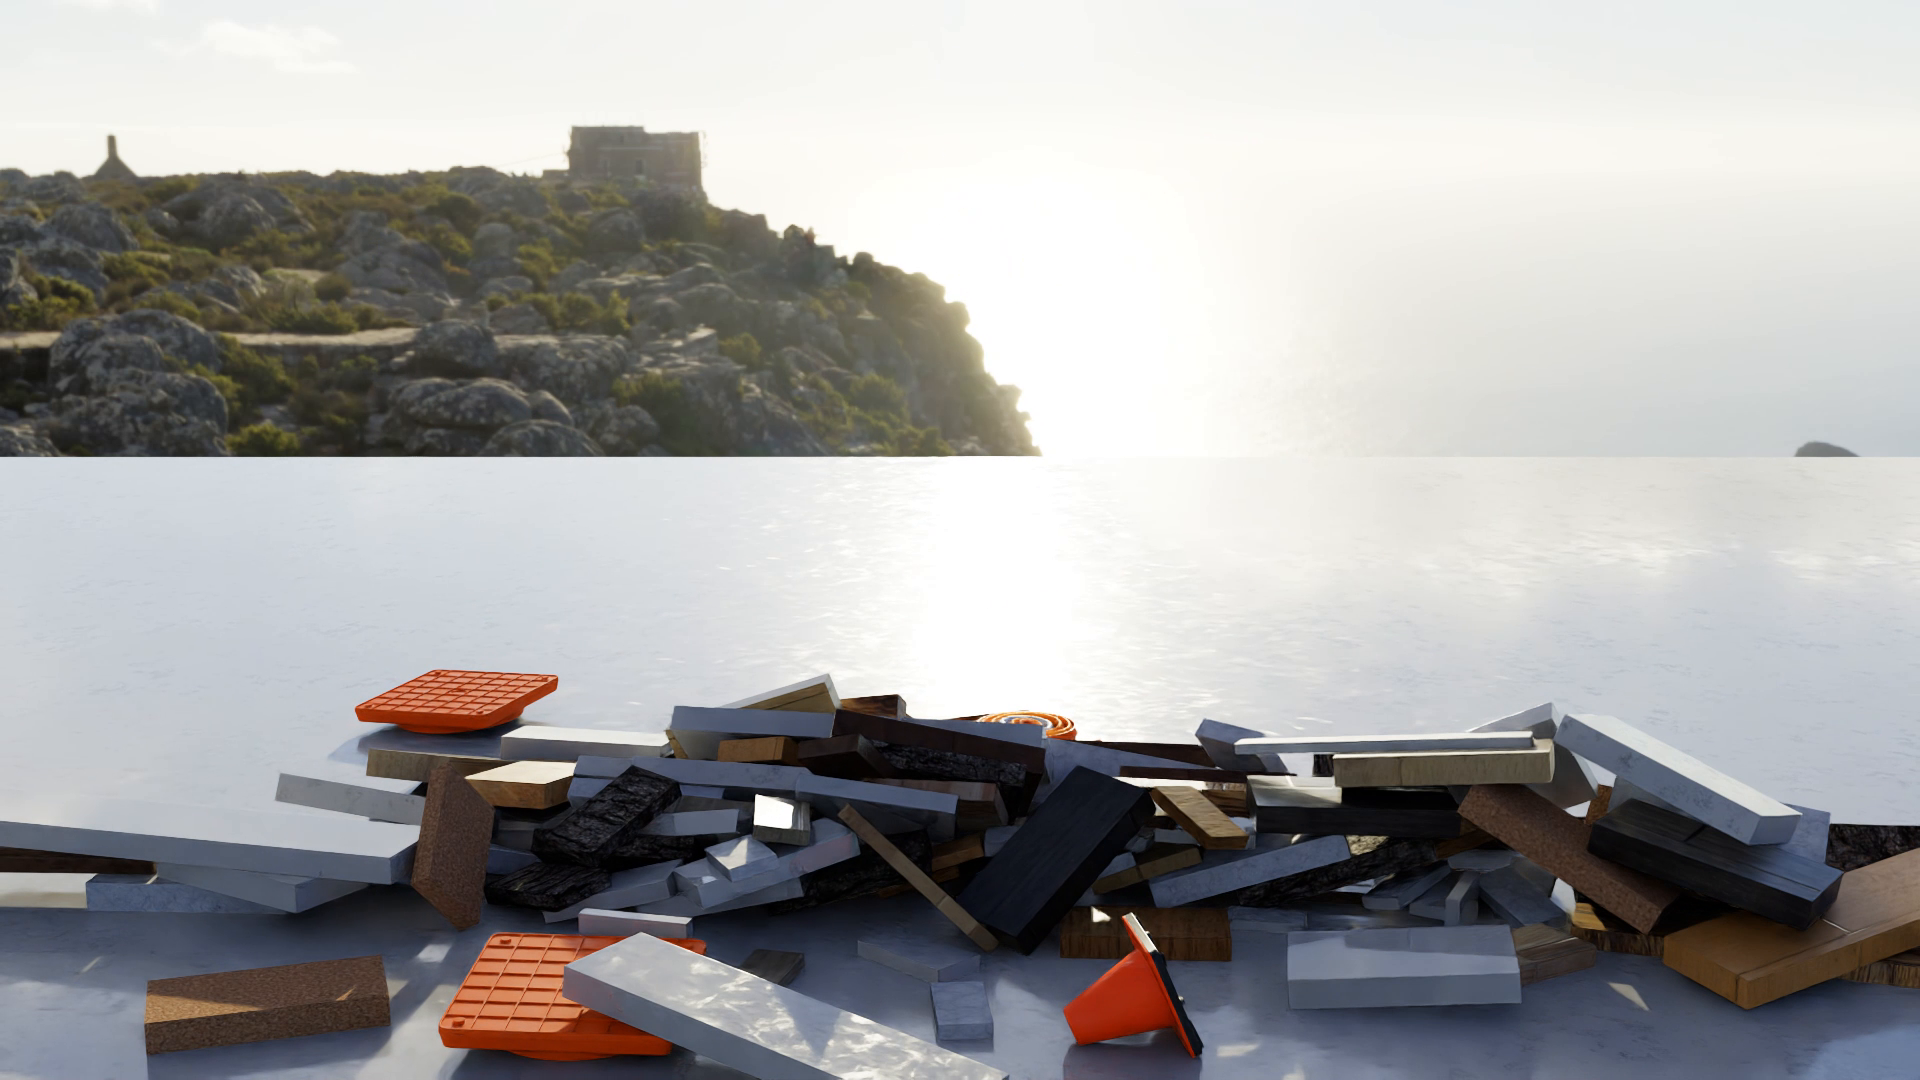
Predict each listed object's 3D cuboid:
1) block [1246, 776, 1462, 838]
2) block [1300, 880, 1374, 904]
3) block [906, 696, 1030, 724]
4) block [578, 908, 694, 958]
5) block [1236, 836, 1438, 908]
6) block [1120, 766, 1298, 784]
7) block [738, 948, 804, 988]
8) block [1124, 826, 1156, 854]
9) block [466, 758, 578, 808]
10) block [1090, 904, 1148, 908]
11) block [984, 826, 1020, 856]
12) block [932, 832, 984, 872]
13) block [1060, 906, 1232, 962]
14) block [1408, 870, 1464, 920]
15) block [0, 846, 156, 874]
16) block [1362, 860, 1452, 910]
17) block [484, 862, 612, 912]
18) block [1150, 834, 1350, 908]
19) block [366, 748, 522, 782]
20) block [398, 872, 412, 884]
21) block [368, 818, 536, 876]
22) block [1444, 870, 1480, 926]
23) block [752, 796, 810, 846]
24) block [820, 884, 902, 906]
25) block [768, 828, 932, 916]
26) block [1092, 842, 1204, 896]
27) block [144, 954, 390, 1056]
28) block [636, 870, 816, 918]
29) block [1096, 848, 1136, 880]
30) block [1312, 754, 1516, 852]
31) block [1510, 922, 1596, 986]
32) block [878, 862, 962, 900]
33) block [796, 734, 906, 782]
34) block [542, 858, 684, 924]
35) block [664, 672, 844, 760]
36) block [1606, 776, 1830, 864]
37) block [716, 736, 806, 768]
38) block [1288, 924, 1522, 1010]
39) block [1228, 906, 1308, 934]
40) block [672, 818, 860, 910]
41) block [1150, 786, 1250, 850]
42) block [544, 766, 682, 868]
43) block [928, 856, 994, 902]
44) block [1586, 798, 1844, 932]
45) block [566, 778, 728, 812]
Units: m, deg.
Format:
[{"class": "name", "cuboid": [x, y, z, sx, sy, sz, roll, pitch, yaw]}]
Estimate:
[{"class": "block", "cuboid": [0.637, 0.433, 3.581, 0.324, 0.046, 0.162, 1, 11, 1]}, {"class": "block", "cuboid": [0.615, 0.581, 3.660, 0.146, 0.021, 0.073, 2, 11, 12]}, {"class": "block", "cuboid": [0.008, 0.378, 4.714, 0.256, 0.036, 0.128, -5, 11, -24]}, {"class": "block", "cuboid": [-0.490, 0.610, 3.324, 0.175, 0.087, 0.025, 3, 11, 15]}, {"class": "block", "cuboid": [0.614, 0.525, 3.625, 0.324, 0.046, 0.162, -17, 9, 7]}, {"class": "block", "cuboid": [0.432, 0.482, 3.850, 0.311, 0.155, 0.044, 2, -30, 8]}, {"class": "block", "cuboid": [-0.293, 0.651, 3.280, 0.078, 0.022, 0.156, 3, 11, 14]}, {"class": "block", "cuboid": [0.231, 0.472, 3.664, 0.188, 0.027, 0.094, 16, 11, 16]}, {"class": "block", "cuboid": [-0.766, 0.440, 3.992, 0.156, 0.044, 0.311, 2, 1, 12]}, {"class": "block", "cuboid": [0.258, 0.604, 3.555, 0.094, 0.013, 0.047, 0, 11, 2]}, {"class": "block", "cuboid": [0.127, 0.499, 3.660, 0.169, 0.024, 0.085, -2, 10, 4]}, {"class": "block", "cuboid": [-0.028, 0.526, 3.664, 0.140, 0.020, 0.070, -17, 10, 4]}, {"class": "block", "cuboid": [0.289, 0.614, 3.436, 0.262, 0.037, 0.131, 1, 11, 3]}, {"class": "block", "cuboid": [0.784, 0.575, 3.577, 0.073, 0.021, 0.146, 7, 19, 24]}, {"class": "block", "cuboid": [-1.489, 0.512, 3.706, 0.329, 0.047, 0.165, 0, 11, 2]}, {"class": "block", "cuboid": [0.726, 0.560, 3.576, 0.146, 0.021, 0.073, -25, 11, -39]}, {"class": "block", "cuboid": [-0.672, 0.563, 3.575, 0.107, 0.030, 0.213, -22, 12, -41]}, {"class": "block", "cuboid": [0.476, 0.520, 3.631, 0.324, 0.046, 0.162, -17, 9, 9]}, {"class": "block", "cuboid": [-0.929, 0.430, 4.111, 0.174, 0.049, 0.348, 3, -6, 22]}, {"class": "block", "cuboid": [-0.986, 0.534, 3.696, 0.276, 0.039, 0.138, 9, -10, 34]}, {"class": "block", "cuboid": [-0.874, 0.527, 3.769, 0.276, 0.039, 0.138, 8, -8, 35]}, {"class": "block", "cuboid": [0.797, 0.584, 3.491, 0.022, 0.076, 0.152, 5, 12, 24]}, {"class": "block", "cuboid": [-0.289, 0.453, 3.561, 0.089, 0.025, 0.177, 8, 8, -6]}, {"class": "block", "cuboid": [-0.164, 0.569, 3.642, 0.140, 0.020, 0.070, -13, 10, 3]}, {"class": "block", "cuboid": [-0.181, 0.546, 3.618, 0.270, 0.038, 0.135, -15, 10, 2]}, {"class": "block", "cuboid": [0.311, 0.533, 3.648, 0.188, 0.027, 0.094, -20, 8, 13]}, {"class": "block", "cuboid": [-0.991, 0.663, 3.149, 0.327, 0.046, 0.163, -3, 11, -18]}, {"class": "block", "cuboid": [-0.377, 0.561, 3.565, 0.270, 0.038, 0.135, -11, 9, 7]}, {"class": "block", "cuboid": [0.198, 0.545, 3.658, 0.188, 0.027, 0.094, -20, 9, 5]}, {"class": "block", "cuboid": [0.816, 0.471, 3.956, 0.354, 0.050, 0.177, 1, 40, 6]}, {"class": "block", "cuboid": [0.838, 0.635, 3.336, 0.233, 0.033, 0.117, -6, 12, -31]}, {"class": "block", "cuboid": [-0.066, 0.559, 3.665, 0.140, 0.020, 0.070, -17, 10, 6]}, {"class": "block", "cuboid": [-0.166, 0.407, 3.746, 0.117, 0.033, 0.234, -10, -38, 27]}, {"class": "block", "cuboid": [-0.559, 0.568, 3.561, 0.213, 0.030, 0.107, -13, 9, 10]}, {"class": "block", "cuboid": [-0.368, 0.374, 4.100, 0.325, 0.162, 0.046, -18, 14, 13]}, {"class": "block", "cuboid": [1.223, 0.475, 3.564, 0.337, 0.048, 0.168, 11, 37, 19]}, {"class": "block", "cuboid": [-0.290, 0.424, 3.981, 0.147, 0.042, 0.294, -7, -26, 33]}, {"class": "block", "cuboid": [0.648, 0.626, 3.230, 0.327, 0.046, 0.163, -4, 14, 9]}, {"class": "block", "cuboid": [0.491, 0.609, 3.520, 0.124, 0.018, 0.062, 2, 11, 12]}, {"class": "block", "cuboid": [-0.310, 0.514, 3.514, 0.270, 0.038, 0.135, -16, 10, -22]}, {"class": "block", "cuboid": [0.389, 0.451, 3.580, 0.081, 0.023, 0.163, 4, 22, -34]}, {"class": "block", "cuboid": [-0.573, 0.456, 3.641, 0.107, 0.030, 0.213, 13, 37, 34]}, {"class": "block", "cuboid": [0.026, 0.553, 3.660, 0.169, 0.024, 0.085, -18, 10, 4]}, {"class": "block", "cuboid": [1.162, 0.495, 3.388, 0.338, 0.048, 0.169, 19, 19, 33]}, {"class": "block", "cuboid": [-0.536, 0.485, 3.864, 0.280, 0.140, 0.040, 2, 47, 13]}]
